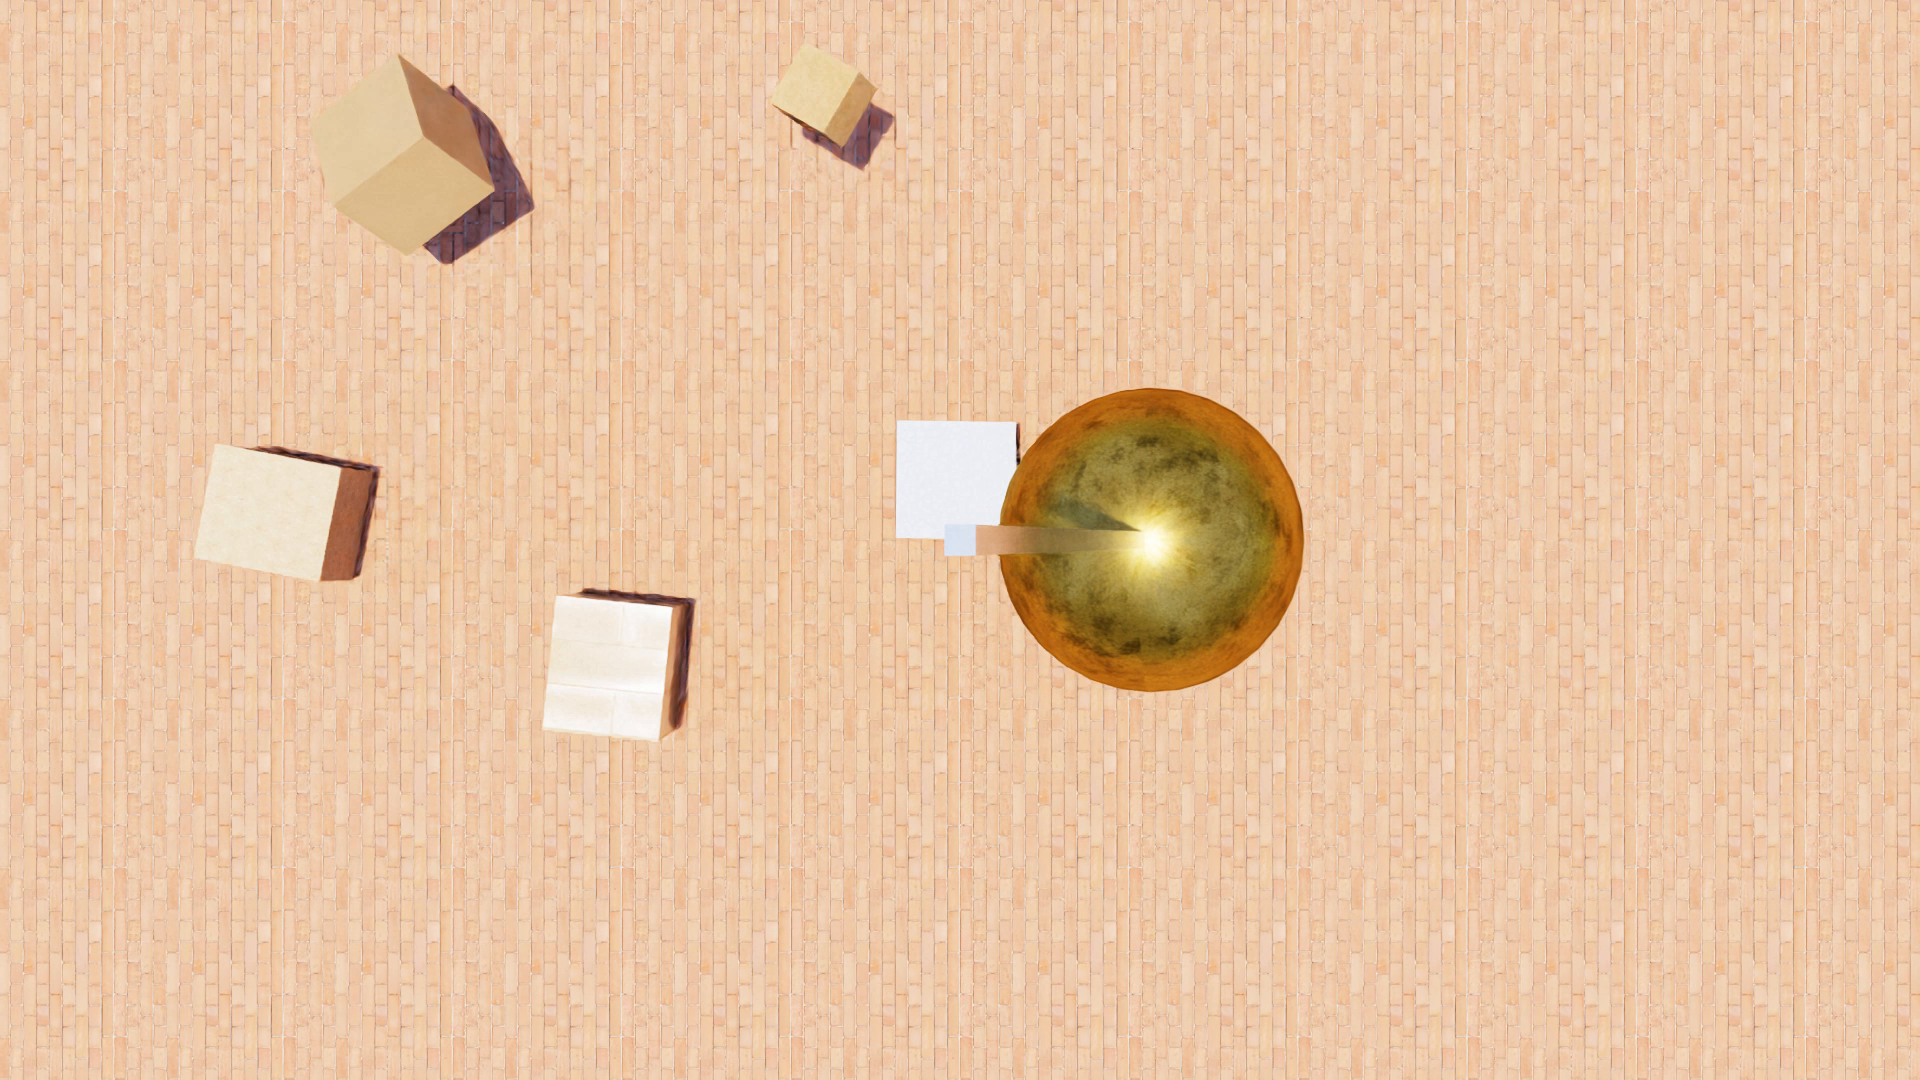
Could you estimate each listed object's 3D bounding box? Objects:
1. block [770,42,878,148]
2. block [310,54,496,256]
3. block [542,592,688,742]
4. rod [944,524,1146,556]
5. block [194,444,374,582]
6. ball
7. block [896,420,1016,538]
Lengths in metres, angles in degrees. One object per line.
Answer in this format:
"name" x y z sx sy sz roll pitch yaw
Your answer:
"block" -0.739 -2.406 11.899 0.372 0.291 0.375 32 93 19
"block" -3.080 -2.120 12.144 0.653 0.591 0.674 -33 56 14
"block" -1.970 0.719 12.639 0.649 0.722 0.753 6 90 0
"rod" 0.432 0.000 8.172 0.080 5.200 0.080 0 90 10
"block" -3.879 -0.153 12.657 0.716 0.687 0.652 11 90 0
"ball" 0.997 0.000 11.525 1.600 1.600 1.600 0 90 0
"block" -0.022 -0.338 12.687 0.668 0.625 0.660 1 90 0
